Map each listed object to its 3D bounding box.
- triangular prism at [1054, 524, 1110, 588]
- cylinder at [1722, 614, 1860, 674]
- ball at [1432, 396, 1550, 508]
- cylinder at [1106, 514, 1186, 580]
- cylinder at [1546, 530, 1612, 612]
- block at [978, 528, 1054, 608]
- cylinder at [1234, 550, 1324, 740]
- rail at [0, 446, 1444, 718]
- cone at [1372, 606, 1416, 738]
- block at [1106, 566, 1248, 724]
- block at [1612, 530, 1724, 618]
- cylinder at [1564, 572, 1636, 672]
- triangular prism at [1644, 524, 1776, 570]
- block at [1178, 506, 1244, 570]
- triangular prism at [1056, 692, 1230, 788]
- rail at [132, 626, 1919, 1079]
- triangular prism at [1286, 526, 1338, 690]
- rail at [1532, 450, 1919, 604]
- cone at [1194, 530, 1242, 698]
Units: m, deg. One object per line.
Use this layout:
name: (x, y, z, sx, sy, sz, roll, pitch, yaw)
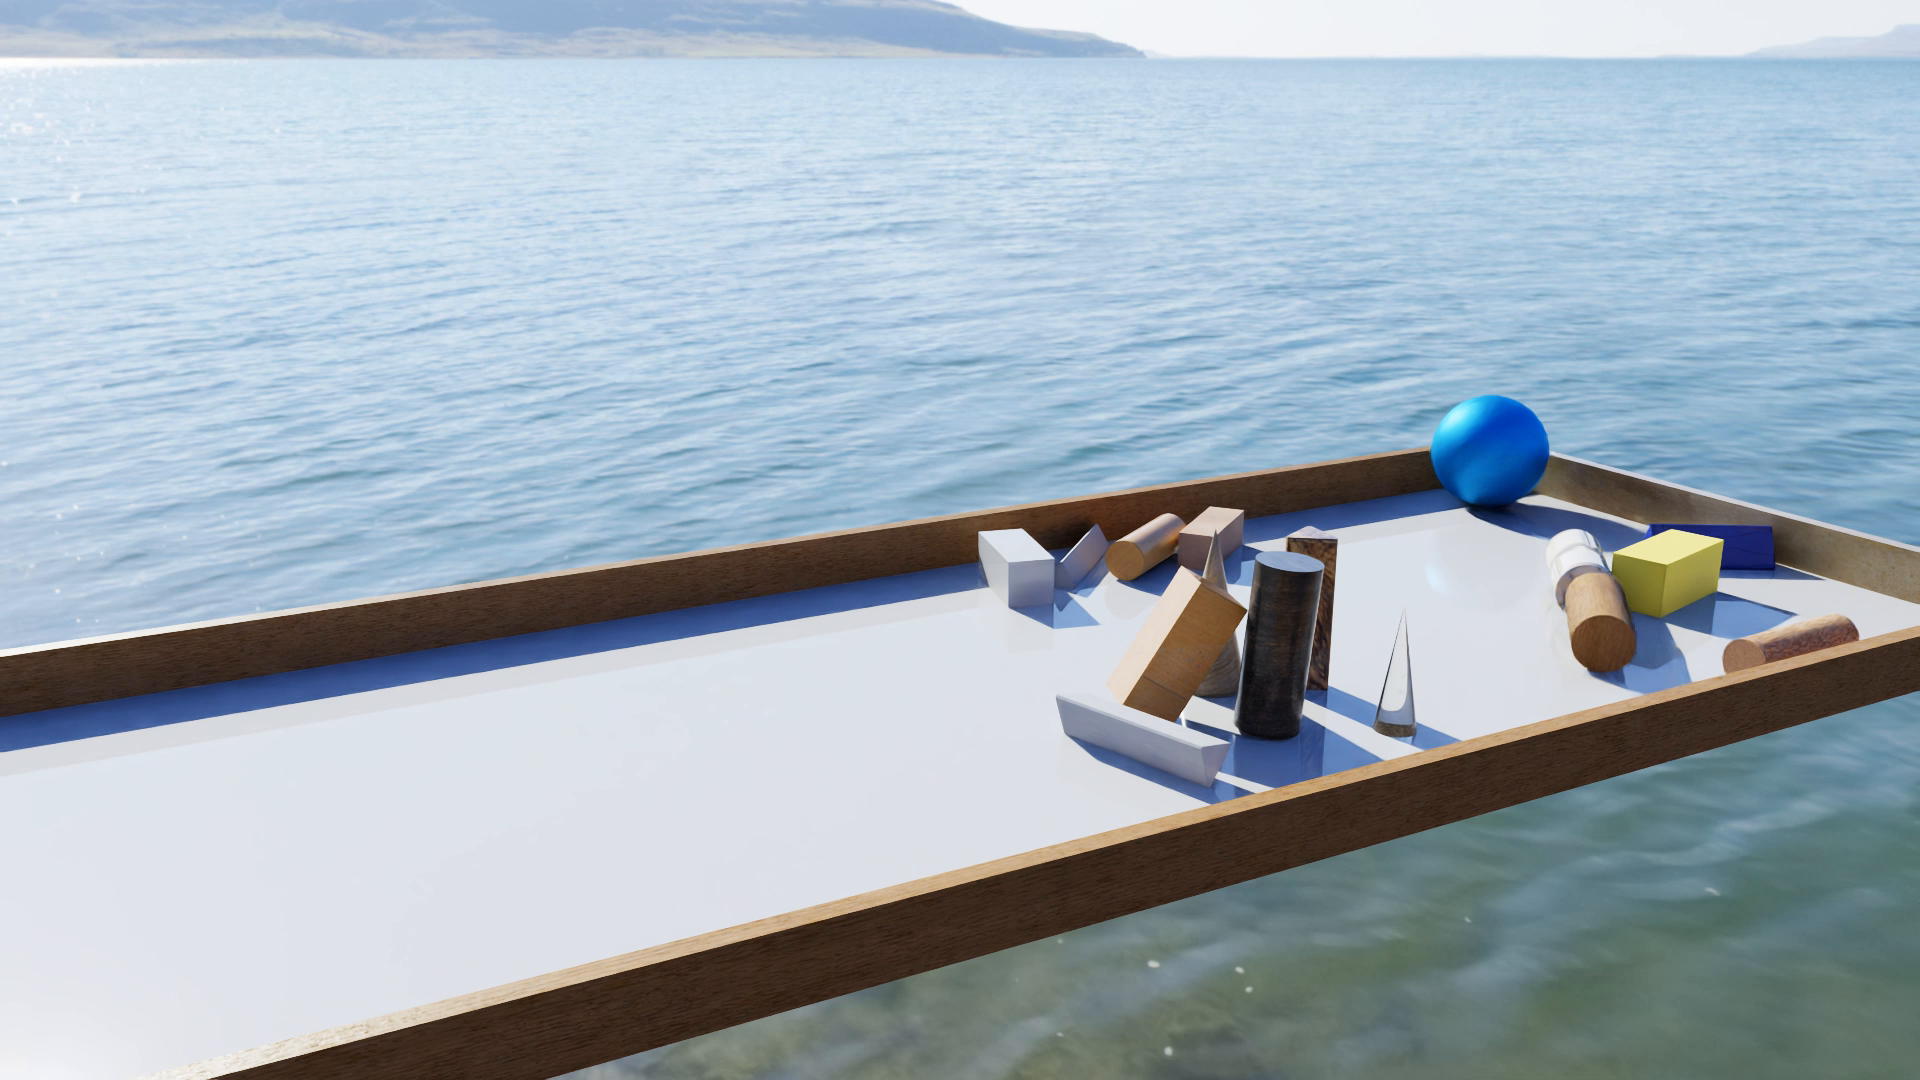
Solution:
triangular prism: (0.367, 0.042, 5.069, 0.089, 0.077, 0.438, 6, 17, 17)
cylinder: (2.111, 0.279, 4.187, 0.380, 0.124, 0.124, -9, 19, -29)
ball: (1.836, -0.307, 5.713, 0.388, 0.388, 0.388, 0, 16, 0)
cylinder: (0.577, 0.019, 5.069, 0.124, 0.124, 0.347, 9, 19, 28)
cylinder: (1.783, 0.095, 4.746, 0.160, 0.160, 0.372, 4, 17, 14)
block: (0.163, 0.080, 4.842, 0.136, 0.136, 0.321, -4, 17, -14)
cylinder: (0.732, 0.241, 3.797, 0.155, 0.404, 0.155, 4, 17, -1)
rail: (-3.305, 0.497, 3.399, 12.000, 0.150, 0.050, -9, 18, -27)
cone: (1.015, 0.294, 3.809, 0.101, 0.308, 0.101, 0, 16, 0)
block: (0.504, 0.253, 3.858, 0.138, 0.337, 0.138, 29, 8, -18)
block: (2.039, 0.093, 4.762, 0.361, 0.156, 0.156, -15, 22, -40)
cylinder: (1.687, 0.213, 4.354, 0.155, 0.155, 0.371, 5, 17, 16)
triangular prism: (2.312, 0.011, 5.094, 0.361, 0.119, 0.138, 1, 16, 4)
block: (0.789, -0.005, 5.173, 0.112, 0.112, 0.332, 7, 18, 24)
triangular prism: (0.390, 0.422, 3.667, 0.417, 0.108, 0.093, 16, -19, 43)
rail: (-2.336, 1.006, 1.665, 12.000, 0.150, 0.050, -9, 18, -27)
triangular prism: (0.858, 0.168, 4.090, 0.121, 0.391, 0.105, 2, 17, 8)
rail: (2.466, -0.048, 5.253, 0.050, 0.150, 2.100, -9, 18, -27)
cone: (0.624, 0.164, 4.068, 0.179, 0.408, 0.179, 0, 16, 0)
